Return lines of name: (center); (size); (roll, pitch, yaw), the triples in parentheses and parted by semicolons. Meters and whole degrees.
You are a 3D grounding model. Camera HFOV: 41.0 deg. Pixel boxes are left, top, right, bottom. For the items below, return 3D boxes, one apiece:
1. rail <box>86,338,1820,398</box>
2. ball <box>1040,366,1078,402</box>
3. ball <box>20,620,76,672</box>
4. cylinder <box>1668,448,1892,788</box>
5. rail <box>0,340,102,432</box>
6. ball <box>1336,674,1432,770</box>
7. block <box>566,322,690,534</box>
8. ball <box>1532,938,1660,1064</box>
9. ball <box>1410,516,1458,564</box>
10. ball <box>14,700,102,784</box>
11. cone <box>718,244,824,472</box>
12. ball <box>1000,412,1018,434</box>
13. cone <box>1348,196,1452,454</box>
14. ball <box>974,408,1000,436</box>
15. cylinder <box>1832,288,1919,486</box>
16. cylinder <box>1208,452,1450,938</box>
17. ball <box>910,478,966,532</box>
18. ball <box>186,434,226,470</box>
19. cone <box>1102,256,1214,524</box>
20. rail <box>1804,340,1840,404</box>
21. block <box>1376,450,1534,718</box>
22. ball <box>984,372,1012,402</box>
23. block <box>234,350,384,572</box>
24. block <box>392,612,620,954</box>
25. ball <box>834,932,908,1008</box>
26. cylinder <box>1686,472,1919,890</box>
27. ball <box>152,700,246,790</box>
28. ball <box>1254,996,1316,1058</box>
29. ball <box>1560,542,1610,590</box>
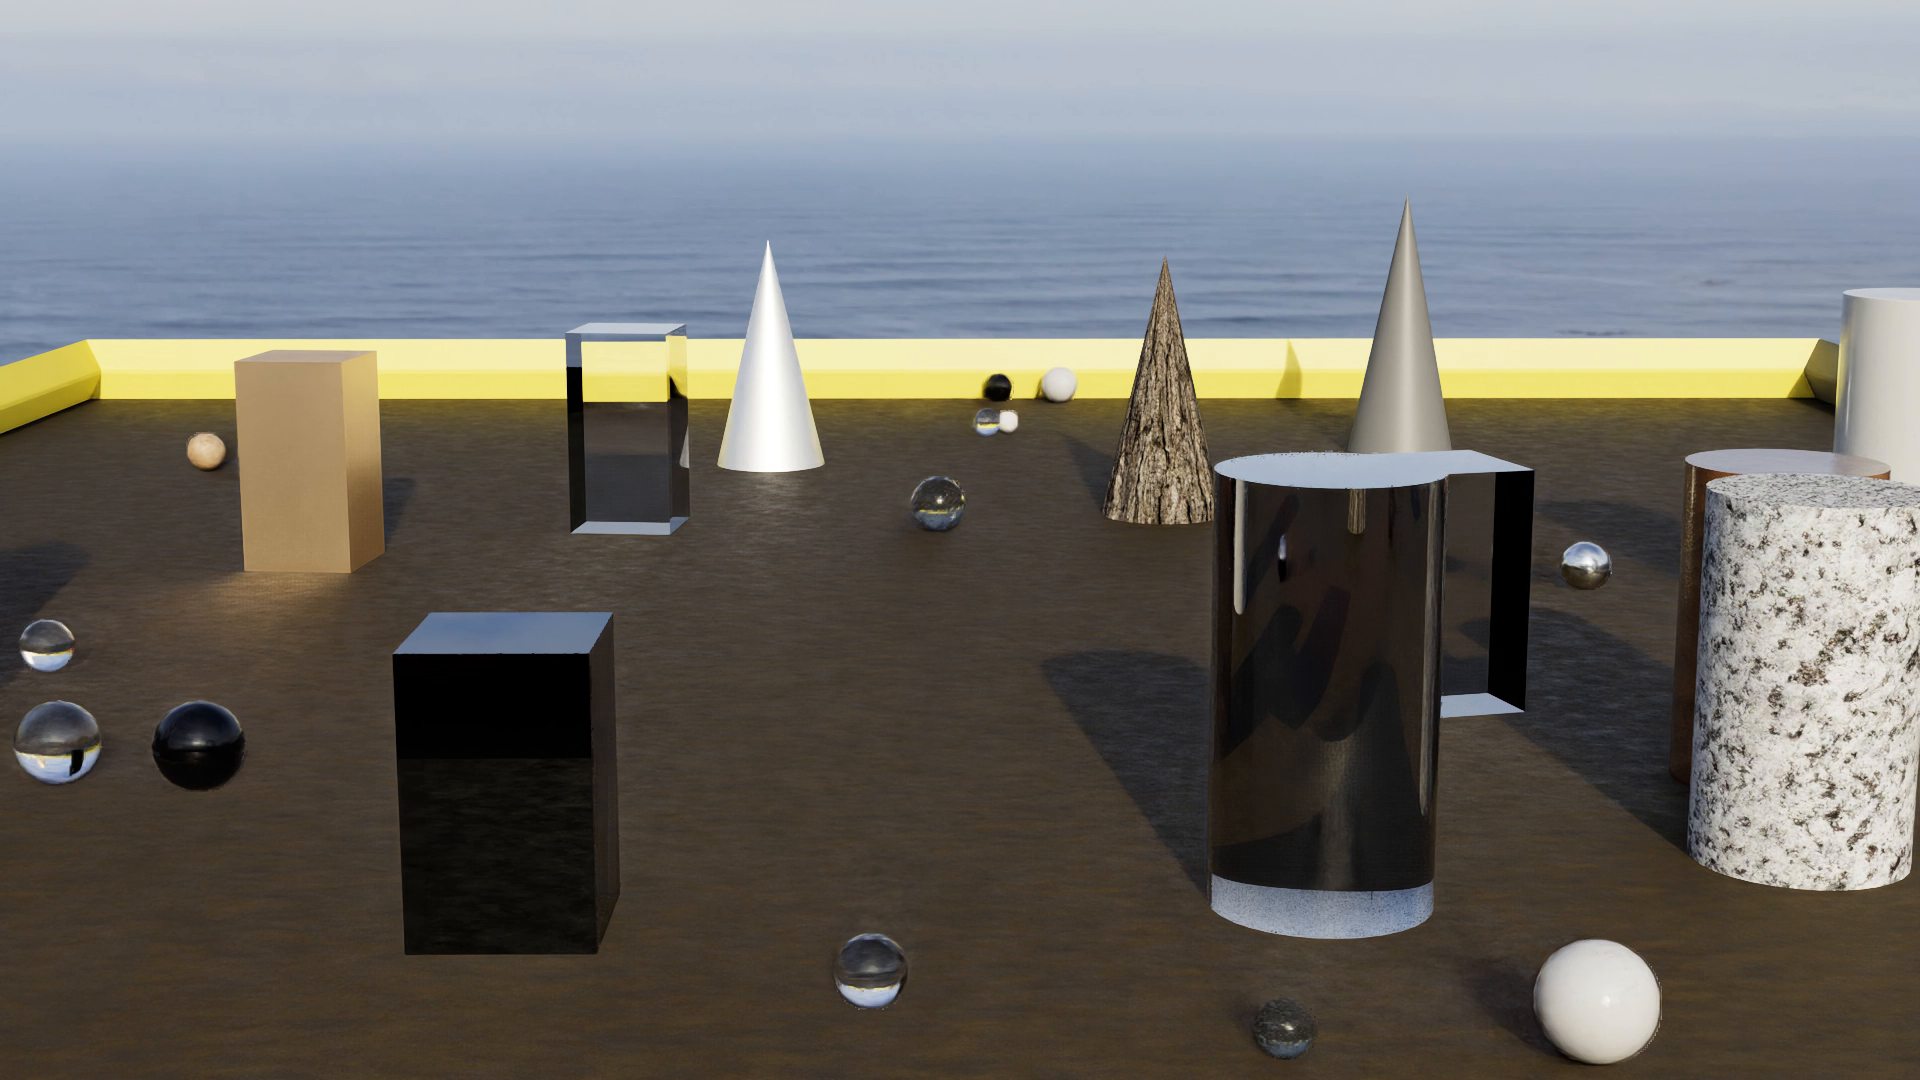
rail: (-0.013, -0.375, 5.658); (3.832, 0.129, 0.045); (0, 10, 0)
ball: (0.216, -0.340, 5.609); (0.080, 0.080, 0.080); (0, 10, 0)
ball: (-1.109, 0.129, 3.118); (0.064, 0.064, 0.064); (0, 10, 0)
cylinder: (0.838, 0.084, 2.629); (0.199, 0.330, 0.199); (0, 10, 0)
rail: (-1.892, 0.035, 3.438); (0.045, 0.129, 4.541); (0, 10, 0)
ball: (0.444, 0.191, 2.685); (0.099, 0.099, 0.099); (0, 10, 0)
block: (-0.528, -0.180, 4.091); (0.159, 0.317, 0.159); (1, 11, 5)
ball: (0.470, 0.341, 1.895); (0.092, 0.092, 0.092); (0, 10, 0)
ball: (0.701, 0.001, 3.789); (0.071, 0.071, 0.071); (0, 10, 0)
ball: (-0.926, 0.208, 2.633); (0.085, 0.085, 0.085); (0, 10, 0)
cone: (-0.350, -0.345, 4.721); (0.199, 0.414, 0.199); (0, 10, 0)
ball: (0.095, -0.236, 5.147); (0.044, 0.044, 0.044); (0, 10, 0)
cone: (0.838, -0.408, 4.846); (0.199, 0.492, 0.199); (0, 10, 0)
ball: (0.054, -0.234, 5.104); (0.054, 0.054, 0.054); (0, 10, 0)
cylinder: (1.191, -0.082, 3.198); (0.199, 0.448, 0.199); (0, 10, 0)
cylinder: (0.317, 0.129, 2.230); (0.199, 0.386, 0.199); (0, 10, 0)
ball: (-0.035, -0.057, 4.059); (0.086, 0.086, 0.086); (0, 10, 0)
ball: (-1.373, -0.161, 4.672); (0.068, 0.068, 0.068); (0, 10, 0)
cone: (0.332, -0.253, 4.187); (0.199, 0.426, 0.199); (0, 10, 0)
rail: (1.892, 0.031, 3.459); (0.045, 0.129, 4.541); (0, 10, 0)
block: (0.547, 0.049, 2.959); (0.159, 0.279, 0.159); (-3, 11, -15)
ball: (0.083, -0.335, 5.625); (0.064, 0.064, 0.064); (0, 10, 0)
block: (-0.958, -0.119, 3.788); (0.159, 0.307, 0.159); (1, 11, 5)
block: (-0.382, 0.204, 2.184); (0.159, 0.256, 0.159); (0, 10, -1)
ball: (-0.070, 0.337, 2.008); (0.058, 0.058, 0.058); (0, 10, 0)
cylinder: (0.781, 0.125, 2.361); (0.199, 0.347, 0.199); (0, 10, 0)
ball: (-0.773, 0.209, 2.608); (0.092, 0.092, 0.092); (0, 10, 0)
ball: (0.241, 0.362, 1.906); (0.045, 0.045, 0.045); (0, 10, 0)
ball: (0.880, 0.036, 3.611); (0.067, 0.067, 0.067); (0, 10, 0)
